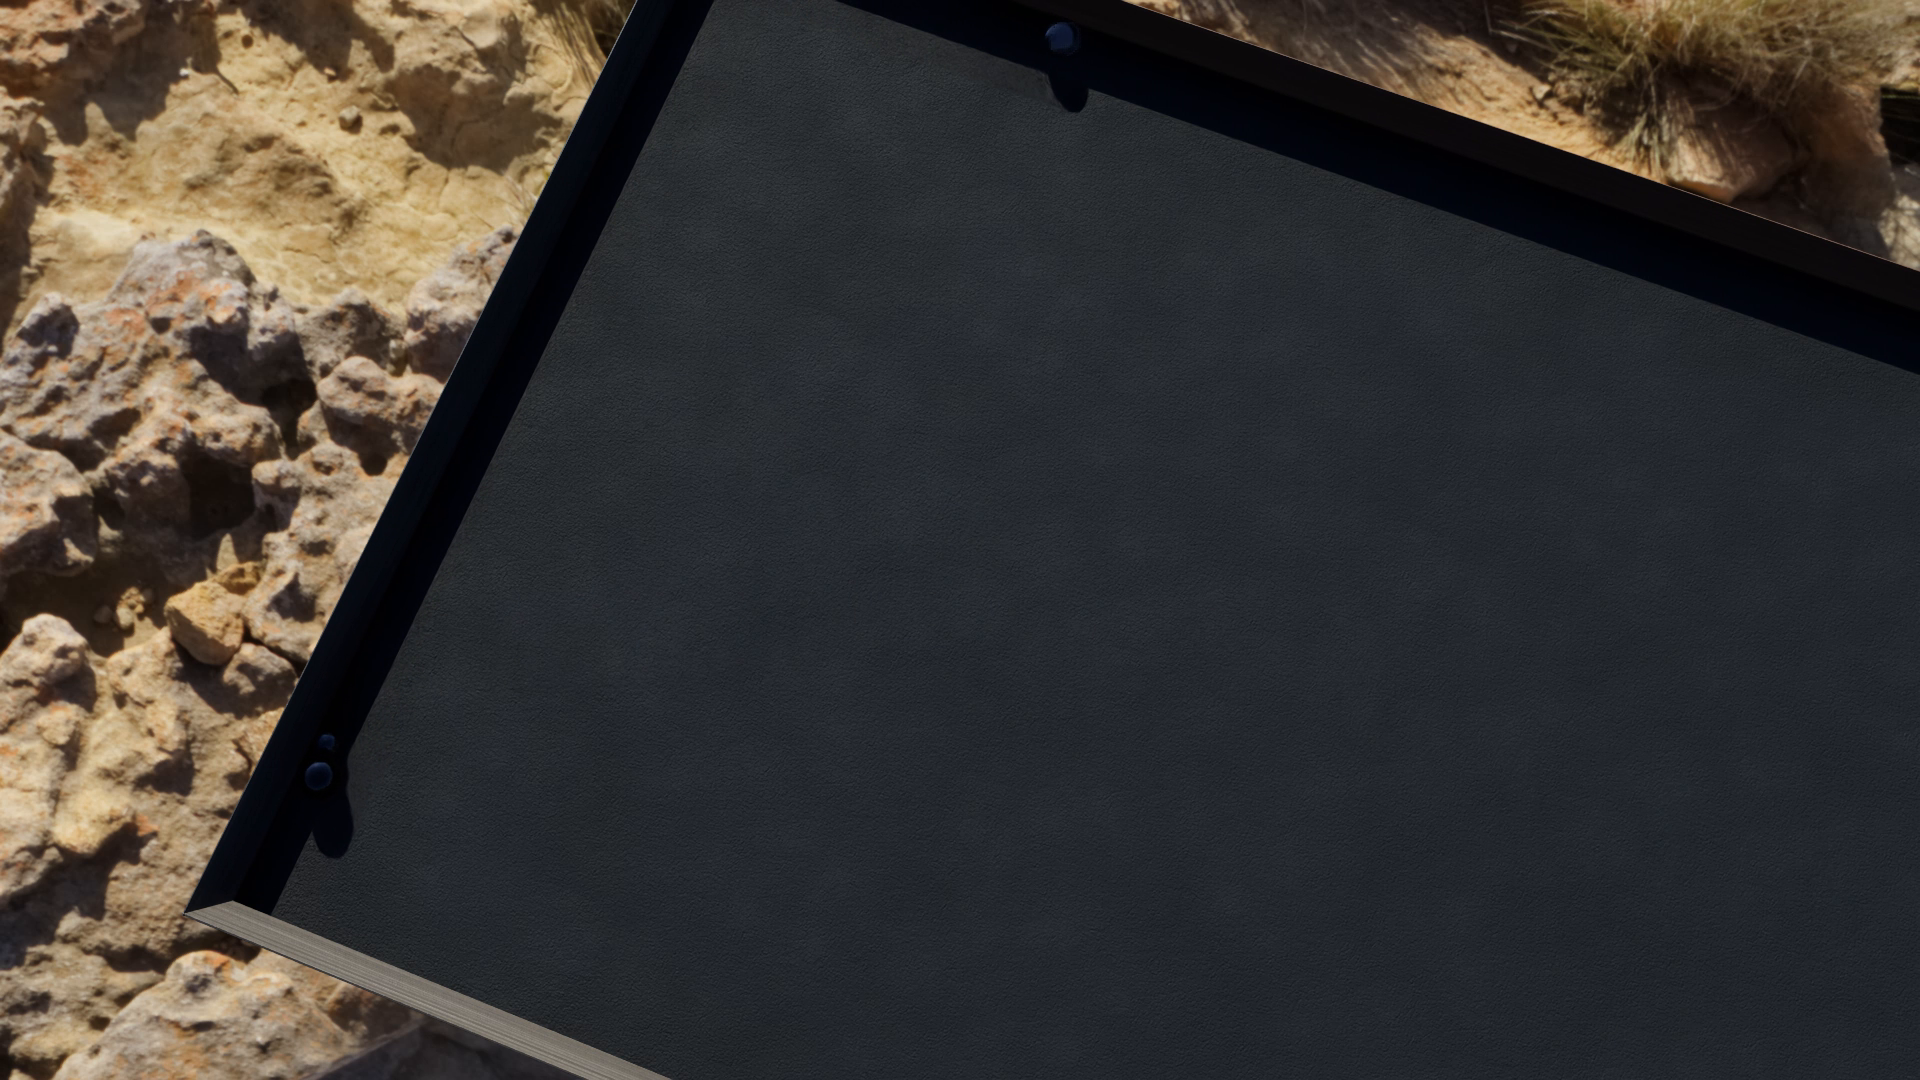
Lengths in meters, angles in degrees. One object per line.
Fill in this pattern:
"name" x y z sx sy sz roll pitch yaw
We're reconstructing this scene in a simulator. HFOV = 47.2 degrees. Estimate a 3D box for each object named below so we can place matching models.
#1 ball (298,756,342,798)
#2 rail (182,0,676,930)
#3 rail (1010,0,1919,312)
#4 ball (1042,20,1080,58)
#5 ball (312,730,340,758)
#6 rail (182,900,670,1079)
"ball" -0.957 0.355 3.287 0.062 0.062 0.062 0 72 0
"rail" -0.754 -0.285 3.481 0.045 0.082 1.909 20 73 6
"rail" 1.115 -0.542 3.564 3.332 0.082 0.045 20 73 6
"ball" 0.168 -0.836 3.669 0.063 0.063 0.063 0 72 0
"ball" -0.955 0.306 3.313 0.042 0.042 0.042 0 72 0
"rail" 0.437 1.109 3.033 3.332 0.082 0.045 20 73 6
